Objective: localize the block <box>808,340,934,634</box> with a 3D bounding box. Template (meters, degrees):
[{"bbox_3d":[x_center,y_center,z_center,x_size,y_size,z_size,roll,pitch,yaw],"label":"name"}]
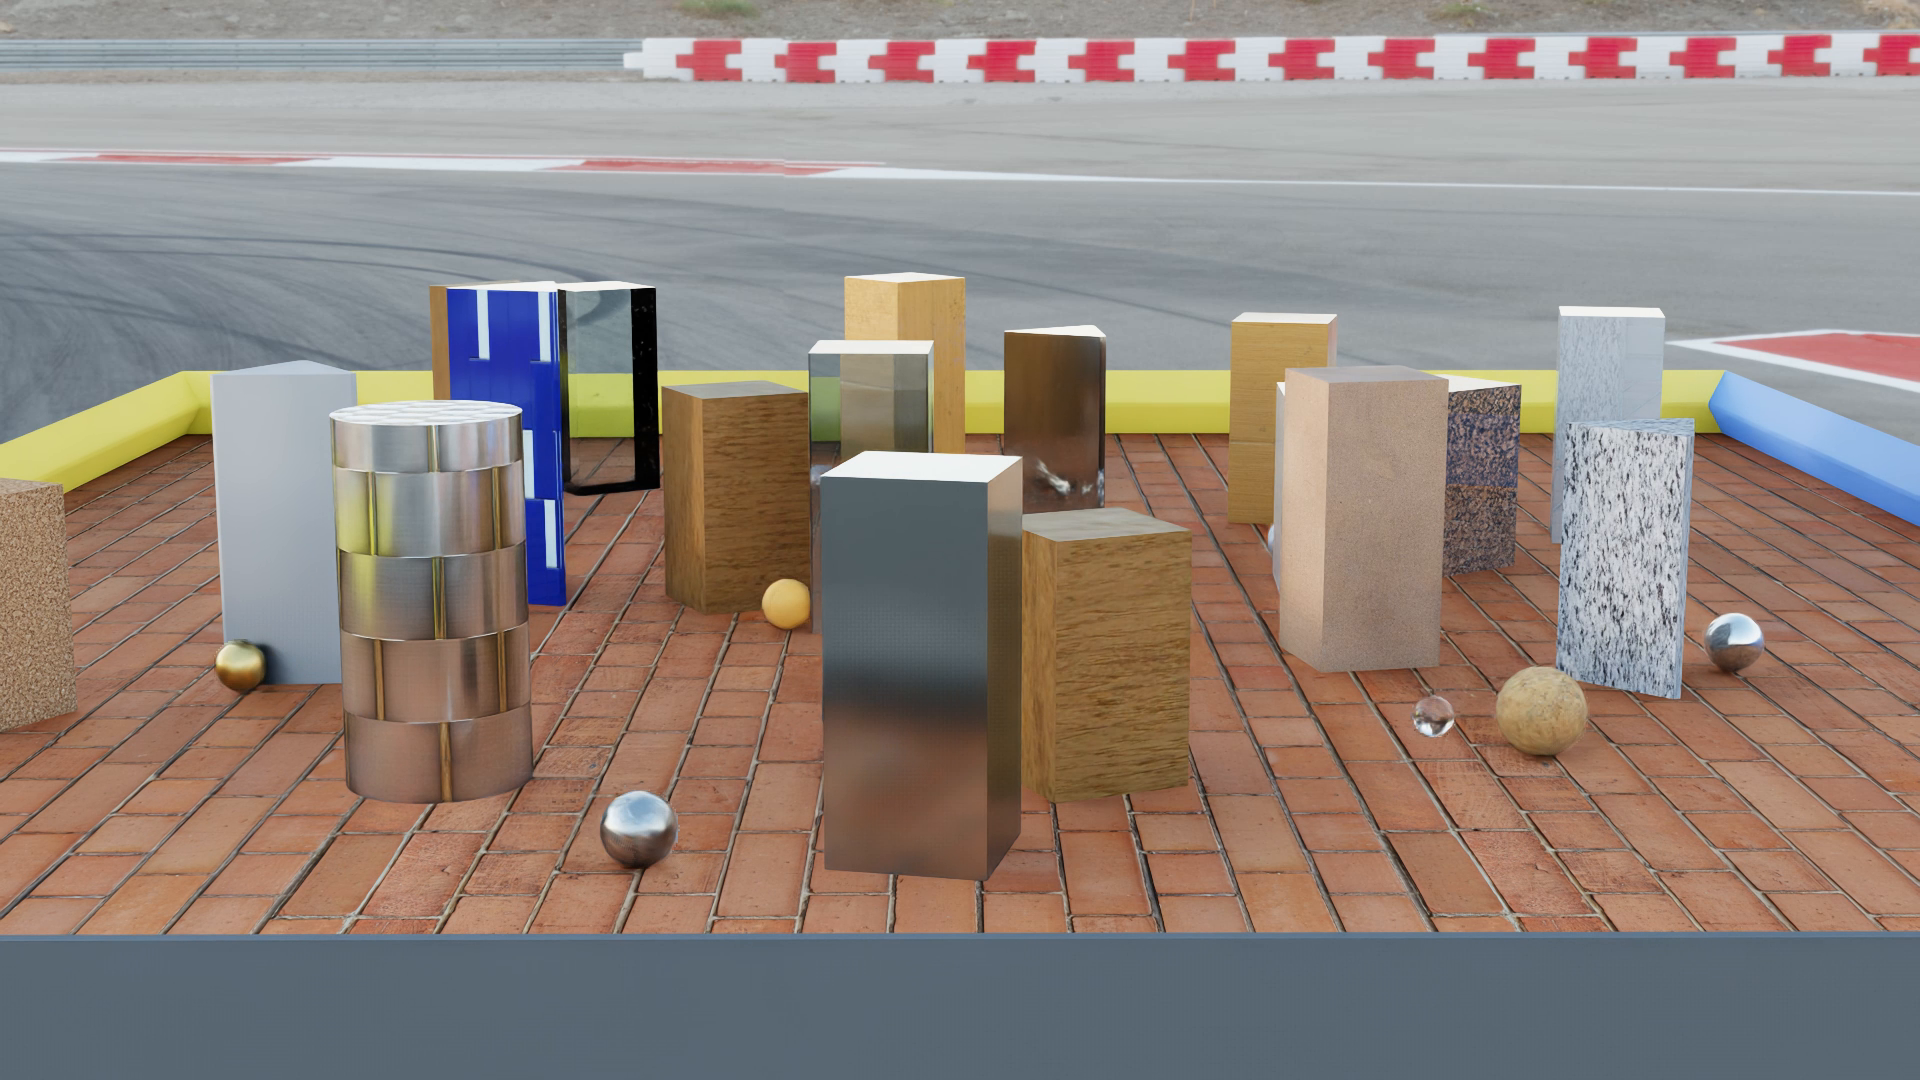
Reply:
[{"bbox_3d":[-0.113,-0.071,3.350,0.152,0.364,0.152,0,11,2],"label":"block"}]

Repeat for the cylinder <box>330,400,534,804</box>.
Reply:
[{"bbox_3d":[-0.536,0.059,2.611,0.190,0.380,0.190,0,11,0],"label":"cylinder"}]

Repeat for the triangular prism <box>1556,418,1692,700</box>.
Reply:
[{"bbox_3d":[0.824,0.014,3.051,0.142,0.307,0.165,-10,15,-44],"label":"triangular prism"}]

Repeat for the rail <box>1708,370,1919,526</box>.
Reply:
[{"bbox_3d":[1.506,0.030,3.458,0.045,0.123,3.340,0,11,0],"label":"rail"}]

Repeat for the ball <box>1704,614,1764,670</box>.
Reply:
[{"bbox_3d":[0.937,0.124,3.108,0.070,0.070,0.070,0,11,0],"label":"ball"}]

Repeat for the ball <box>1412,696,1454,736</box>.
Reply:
[{"bbox_3d":[0.518,0.193,2.806,0.045,0.045,0.045,0,11,0],"label":"ball"}]

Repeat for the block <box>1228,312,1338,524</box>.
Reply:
[{"bbox_3d":[0.521,-0.197,4.140,0.152,0.323,0.152,3,11,13],"label":"block"}]

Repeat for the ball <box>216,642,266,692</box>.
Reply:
[{"bbox_3d":[-0.842,0.148,3.005,0.058,0.058,0.058,0,11,0],"label":"ball"}]

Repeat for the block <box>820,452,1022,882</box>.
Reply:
[{"bbox_3d":[-0.033,0.112,2.368,0.152,0.364,0.152,2,11,13],"label":"block"}]

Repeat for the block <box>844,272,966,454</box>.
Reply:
[{"bbox_3d":[-0.098,-0.292,4.569,0.152,0.351,0.152,-9,14,-39],"label":"block"}]

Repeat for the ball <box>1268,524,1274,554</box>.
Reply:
[{"bbox_3d":[0.488,0.001,3.751,0.076,0.076,0.076,0,11,0],"label":"ball"}]

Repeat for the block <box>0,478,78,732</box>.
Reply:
[{"bbox_3d":[-1.107,0.071,2.866,0.152,0.261,0.152,5,12,27],"label":"block"}]

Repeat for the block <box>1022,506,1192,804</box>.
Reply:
[{"bbox_3d":[0.132,0.114,2.628,0.152,0.265,0.152,-5,12,-24],"label":"block"}]

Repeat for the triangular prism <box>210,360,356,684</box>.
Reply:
[{"bbox_3d":[-0.793,-0.024,3.084,0.165,0.369,0.142,-1,11,-4],"label":"triangular prism"}]

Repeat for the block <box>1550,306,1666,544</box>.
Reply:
[{"bbox_3d":[0.997,-0.178,3.961,0.152,0.350,0.152,2,11,11],"label":"block"}]

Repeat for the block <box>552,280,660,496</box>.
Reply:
[{"bbox_3d":[-0.624,-0.264,4.430,0.152,0.348,0.152,-7,13,-33],"label":"block"}]

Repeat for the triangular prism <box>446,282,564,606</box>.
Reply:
[{"bbox_3d":[-0.592,-0.137,3.536,0.165,0.426,0.142,4,11,19],"label":"triangular prism"}]

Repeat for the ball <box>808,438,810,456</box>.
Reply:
[{"bbox_3d":[-0.261,-0.146,4.548,0.071,0.071,0.071,0,11,0],"label":"ball"}]

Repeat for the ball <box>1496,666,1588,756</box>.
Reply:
[{"bbox_3d":[0.618,0.182,2.728,0.095,0.095,0.095,0,11,0],"label":"ball"}]

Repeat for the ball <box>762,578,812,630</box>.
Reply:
[{"bbox_3d":[-0.224,0.083,3.332,0.066,0.066,0.066,0,11,0],"label":"ball"}]

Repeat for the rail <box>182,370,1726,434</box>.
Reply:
[{"bbox_3d":[-0.009,-0.270,5.068,3.059,0.123,0.045,0,11,0],"label":"rail"}]

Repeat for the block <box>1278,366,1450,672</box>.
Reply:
[{"bbox_3d":[0.494,-0.029,3.157,0.152,0.353,0.152,-2,11,-12],"label":"block"}]

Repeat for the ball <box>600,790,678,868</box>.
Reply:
[{"bbox_3d":[-0.294,0.265,2.350,0.070,0.070,0.070,0,11,0],"label":"ball"}]

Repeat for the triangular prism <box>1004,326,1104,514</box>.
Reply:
[{"bbox_3d":[0.172,-0.161,3.935,0.165,0.325,0.142,5,12,26],"label":"triangular prism"}]

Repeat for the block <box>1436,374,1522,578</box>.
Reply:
[{"bbox_3d":[0.707,-0.097,3.754,0.152,0.267,0.152,-8,13,-35],"label":"block"}]

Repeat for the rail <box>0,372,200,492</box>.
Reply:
[{"bbox_3d":[-1.506,0.033,3.441,0.045,0.123,3.340,0,11,0],"label":"rail"}]

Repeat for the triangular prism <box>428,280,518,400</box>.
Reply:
[{"bbox_3d":[-0.745,-0.227,4.156,0.165,0.376,0.142,3,11,16],"label":"triangular prism"}]

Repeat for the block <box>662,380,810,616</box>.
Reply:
[{"bbox_3d":[-0.305,-0.061,3.494,0.152,0.291,0.152,-5,12,-27],"label":"block"}]

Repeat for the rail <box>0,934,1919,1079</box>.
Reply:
[{"bbox_3d":[0.009,0.333,1.831,3.059,0.123,0.045,0,11,0],"label":"rail"}]

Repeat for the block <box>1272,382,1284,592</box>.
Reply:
[{"bbox_3d":[0.523,-0.074,3.605,0.152,0.277,0.152,1,11,3],"label":"block"}]
